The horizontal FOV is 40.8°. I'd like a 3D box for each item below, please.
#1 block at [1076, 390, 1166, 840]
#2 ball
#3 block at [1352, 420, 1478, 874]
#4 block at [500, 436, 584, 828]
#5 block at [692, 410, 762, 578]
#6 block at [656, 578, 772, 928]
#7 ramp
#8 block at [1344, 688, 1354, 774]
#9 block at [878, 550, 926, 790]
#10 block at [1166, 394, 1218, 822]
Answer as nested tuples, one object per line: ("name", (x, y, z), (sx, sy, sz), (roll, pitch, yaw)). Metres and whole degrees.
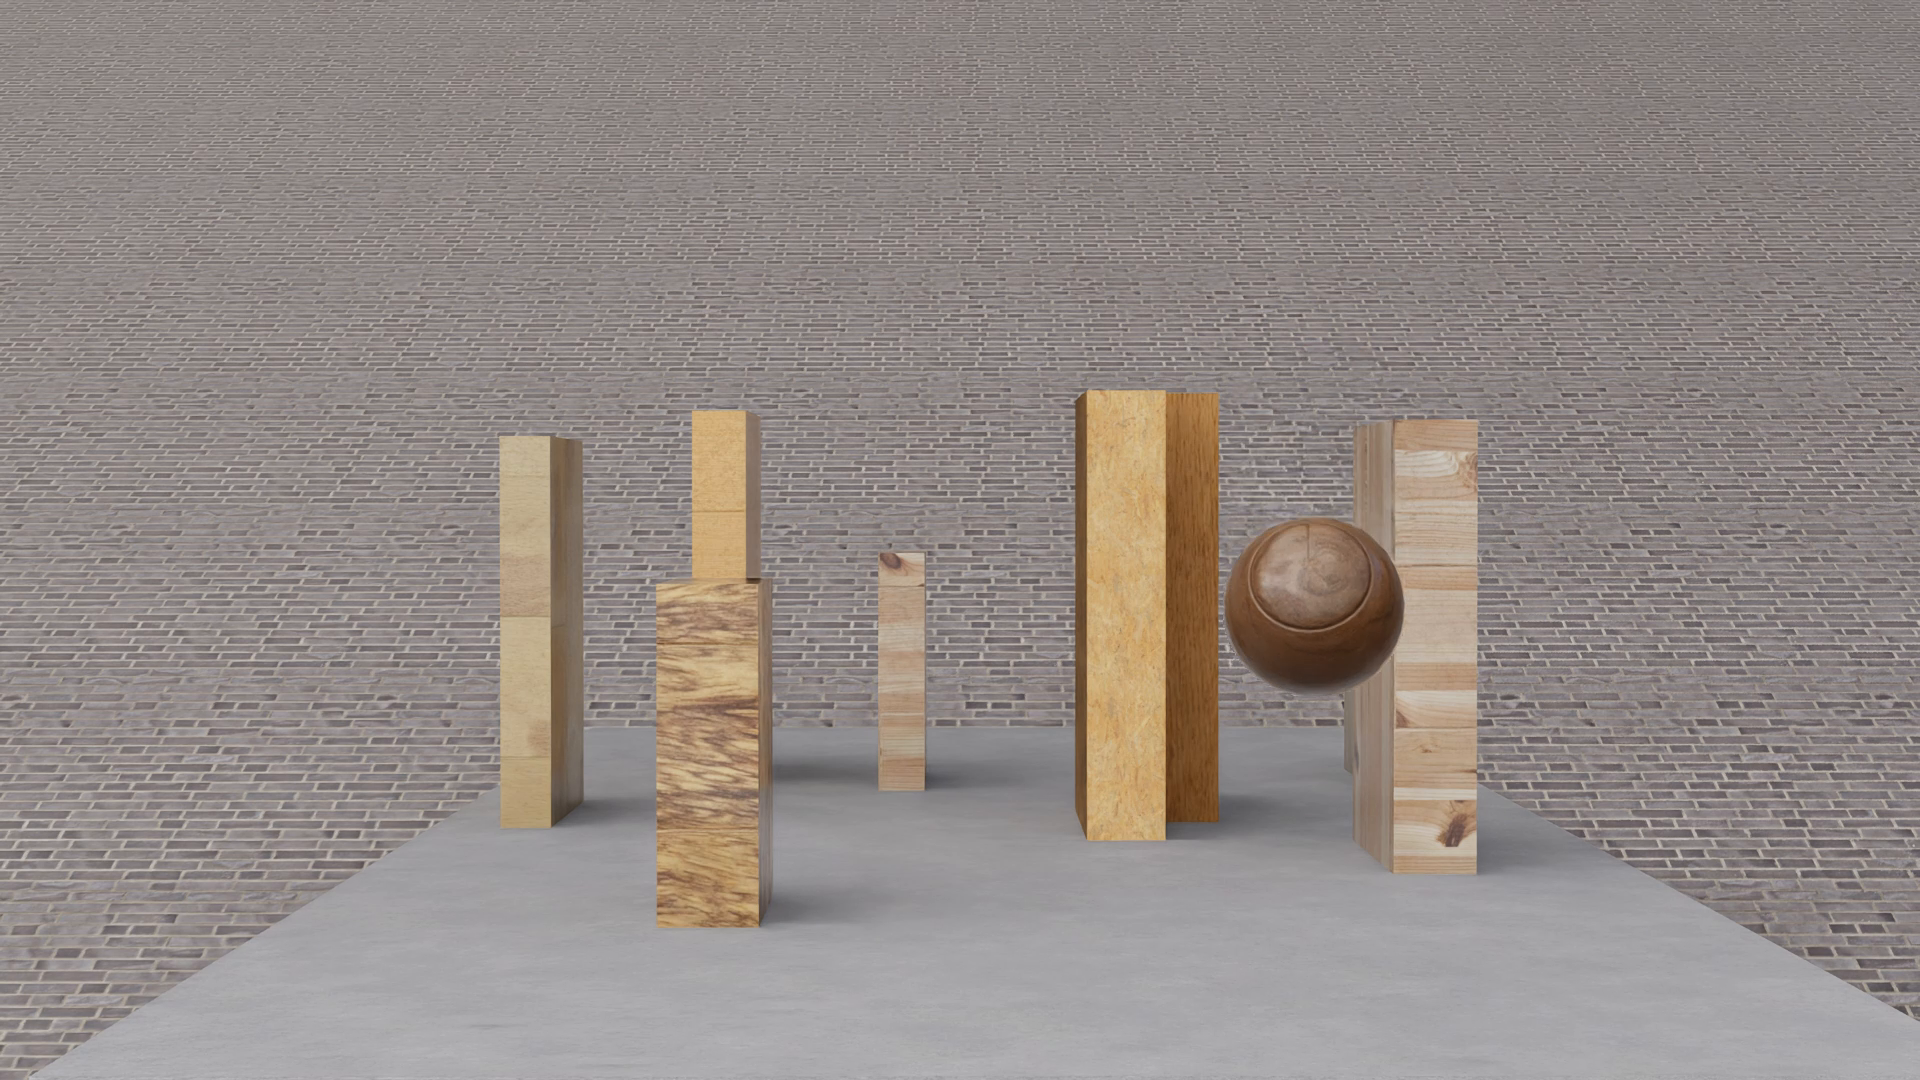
("block", (0.283, 0.125, 4.610), (0.134, 0.766, 0.438), (0, 1, 0))
("ball", (0.394, 0.073, 2.871), (0.199, 0.199, 0.199), (0, 27, 0))
("block", (0.735, 0.163, 4.198), (0.129, 0.704, 0.410), (0, 1, 0))
("block", (-0.769, 0.160, 4.767), (0.089, 0.693, 0.399), (0, 1, 0))
("block", (-0.490, 0.115, 5.450), (0.109, 0.762, 0.404), (0, 1, 0))
("block", (-0.342, 0.290, 3.635), (0.138, 0.466, 0.272), (0, 1, 0))
("ramp", (0.062, 0.559, 4.597), (2.000, 0.100, 4.000), (0, 1, 0))
("block", (0.887, 0.285, 5.396), (0.116, 0.421, 0.344), (0, 1, 0))
("block", (-0.117, 0.261, 5.321), (0.092, 0.474, 0.343), (0, 1, 0))
("block", (0.415, 0.119, 4.825), (0.099, 0.771, 0.368), (0, 1, 0))
